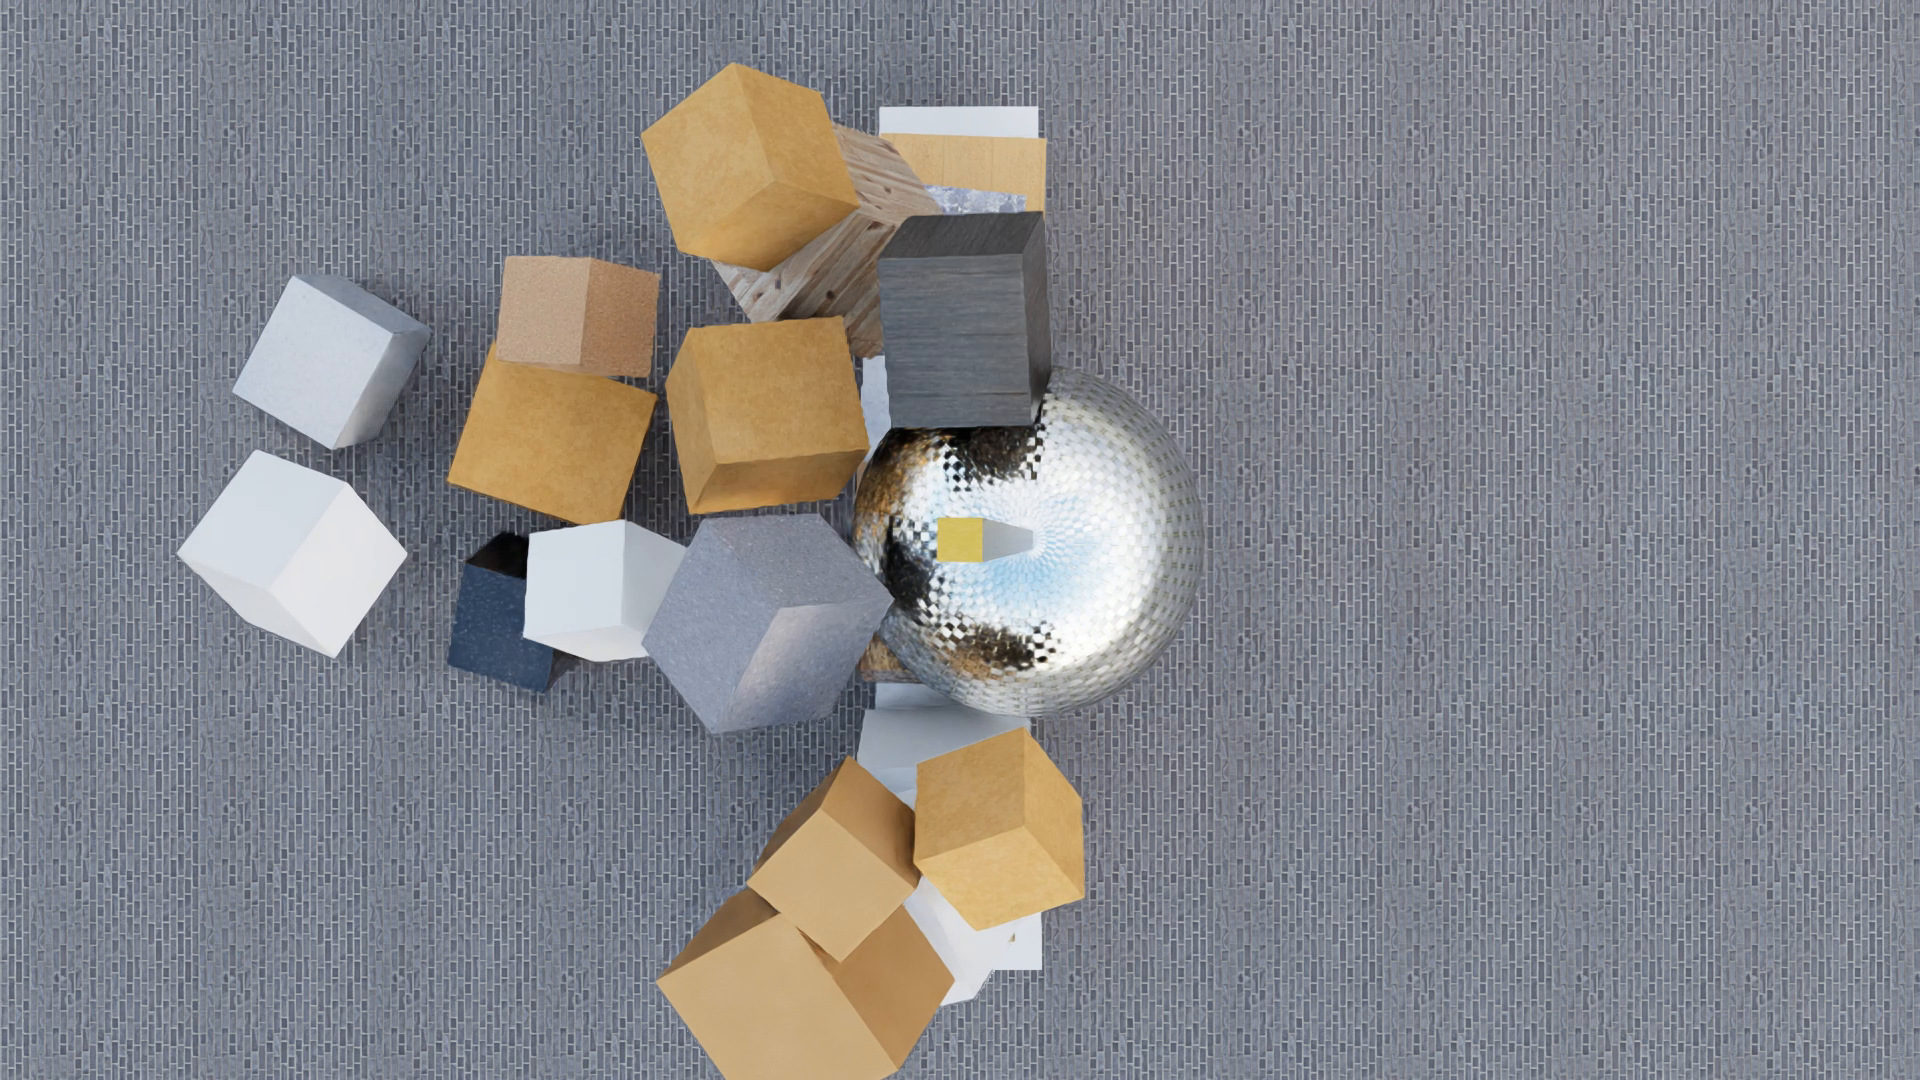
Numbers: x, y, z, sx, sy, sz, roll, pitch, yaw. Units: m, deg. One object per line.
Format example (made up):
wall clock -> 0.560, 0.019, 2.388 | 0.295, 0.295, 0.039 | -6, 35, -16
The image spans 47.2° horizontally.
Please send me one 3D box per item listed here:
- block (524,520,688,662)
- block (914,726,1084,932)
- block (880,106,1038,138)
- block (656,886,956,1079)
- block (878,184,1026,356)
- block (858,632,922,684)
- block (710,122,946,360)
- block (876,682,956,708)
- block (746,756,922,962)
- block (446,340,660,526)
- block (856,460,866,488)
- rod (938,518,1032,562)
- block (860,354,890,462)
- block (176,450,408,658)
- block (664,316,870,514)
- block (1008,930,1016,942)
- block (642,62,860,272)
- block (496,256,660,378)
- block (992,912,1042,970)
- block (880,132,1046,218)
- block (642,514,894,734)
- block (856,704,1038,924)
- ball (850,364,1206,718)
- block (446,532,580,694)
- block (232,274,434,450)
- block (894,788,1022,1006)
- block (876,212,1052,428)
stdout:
block -> -1.746, 0.263, 10.959 | 0.563, 0.613, 0.528 | -8, 72, 24
block -> 0.162, 1.186, 8.989 | 0.498, 0.516, 0.517 | -21, 130, 20
block -> -0.006, -1.935, 12.534 | 0.869, 0.933, 0.886 | 0, 90, 0
block -> -0.657, 1.915, 9.561 | 0.752, 0.754, 0.824 | -32, 96, 26
block -> -0.069, -1.296, 10.862 | 0.697, 0.754, 0.775 | 6, 90, 0
block -> -0.153, 0.323, 11.047 | 0.653, 0.680, 0.744 | 2, 81, 1
block -> -0.608, -1.401, 10.136 | 0.737, 0.798, 0.737 | -47, 62, 24
block -> -0.039, 0.989, 11.746 | 0.787, 0.802, 0.774 | 3, 90, 1
block -> -0.478, 1.310, 9.071 | 0.509, 0.480, 0.491 | 41, 113, -6
block -> -2.298, -0.584, 12.542 | 0.947, 0.753, 0.818 | 18, 91, -8
block -> -0.166, 0.088, 11.864 | 0.808, 0.832, 0.953 | 5, 91, 0
rod -> 0.131, 0.000, 6.518 | 0.080, 5.200, 0.080 | 0, 90, 3
block -> -0.135, -0.803, 11.885 | 0.760, 0.729, 0.802 | 3, 91, 0
block -> -3.540, 0.073, 11.703 | 0.676, 0.696, 0.697 | 18, 64, 27
block -> -0.870, -0.555, 9.820 | 0.693, 0.615, 0.637 | -7, 73, -20
block -> -0.024, 1.748, 11.831 | 0.629, 0.672, 0.674 | 0, 93, 0
block -> -0.906, -1.600, 9.519 | 0.579, 0.571, 0.589 | -30, 69, 31
block -> -2.018, -1.179, 11.620 | 0.599, 0.543, 0.551 | 6, 90, 33
block -> -0.008, 1.955, 12.591 | 0.923, 0.817, 0.851 | 0, 90, 0
block -> 0.003, -1.641, 11.653 | 0.851, 0.828, 0.855 | 2, 90, 0
block -> -0.810, 0.340, 9.227 | 0.562, 0.654, 0.676 | 47, 121, 30
block -> -0.049, 1.364, 10.950 | 0.830, 0.733, 0.861 | -3, 109, 3
ball -> 0.302, 0.000, 9.914 | 1.600, 1.600, 1.600 | 0, 90, 0
block -> -2.498, 0.407, 12.588 | 0.590, 0.613, 0.631 | 16, 109, 4
block -> -3.569, -1.027, 12.563 | 0.643, 0.736, 0.743 | 30, 98, 0
block -> -0.292, 1.677, 10.195 | 0.755, 0.761, 0.762 | -18, 102, 24
block -> 0.034, -0.923, 9.144 | 0.582, 0.735, 0.708 | -1, 111, 9
